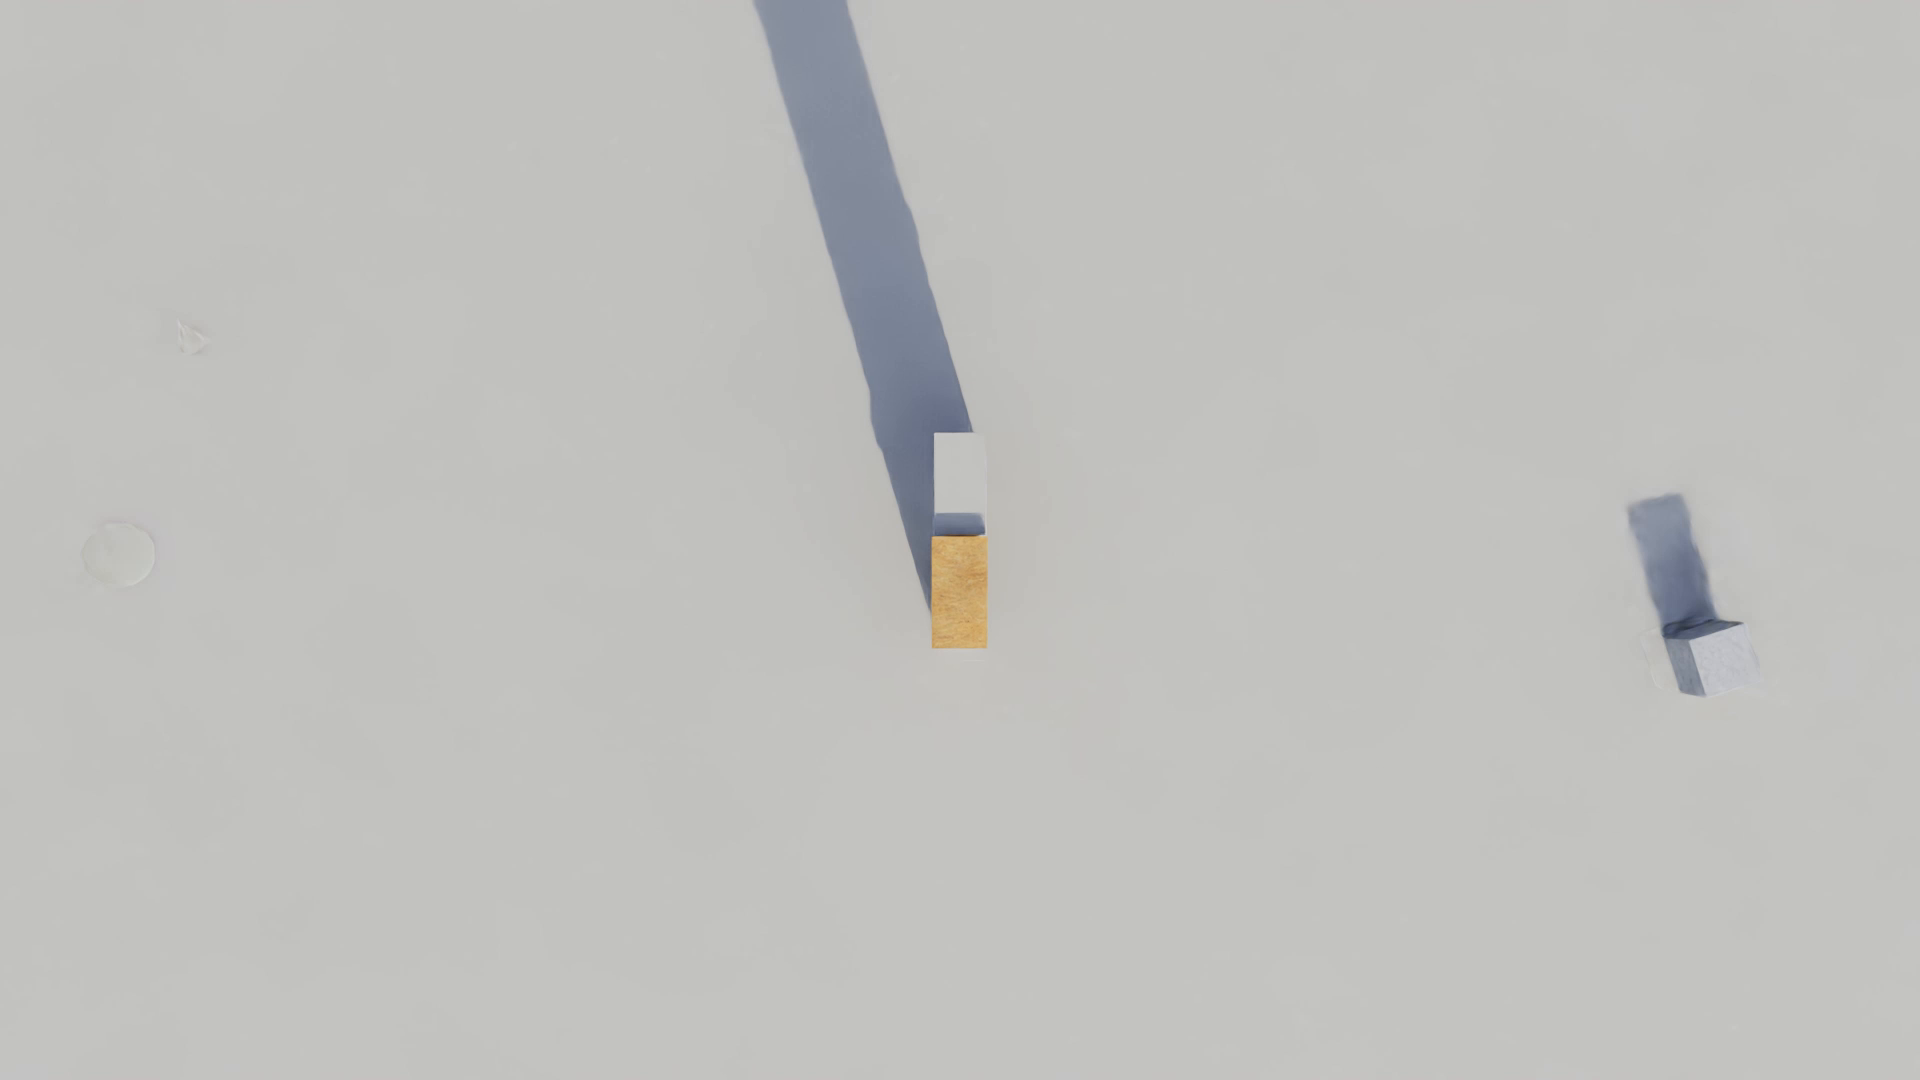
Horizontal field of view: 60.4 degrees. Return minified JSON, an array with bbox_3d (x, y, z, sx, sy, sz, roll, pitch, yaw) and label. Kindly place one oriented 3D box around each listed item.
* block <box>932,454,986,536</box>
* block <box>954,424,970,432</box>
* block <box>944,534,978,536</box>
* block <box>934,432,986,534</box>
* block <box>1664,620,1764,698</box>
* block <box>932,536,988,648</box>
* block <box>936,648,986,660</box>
[{"bbox_3d":[-0.001,-0.100,5.143,0.167,0.047,0.333,0,90,0],"label":"block"},{"bbox_3d":[0.004,-0.324,5.388,0.052,0.015,0.104,0,90,0],"label":"block"},{"bbox_3d":[0.004,-0.072,4.904,0.101,0.029,0.202,0,90,0],"label":"block"},{"bbox_3d":[-0.001,-0.157,4.588,0.141,0.040,0.282,0,90,0],"label":"block"},{"bbox_3d":[2.467,0.388,5.403,0.194,0.194,0.194,-17,90,0],"label":"block"},{"bbox_3d":[-0.001,0.145,4.560,0.154,0.044,0.308,0,90,0],"label":"block"},{"bbox_3d":[0.004,0.224,5.173,0.153,0.043,0.305,0,90,0],"label":"block"}]
